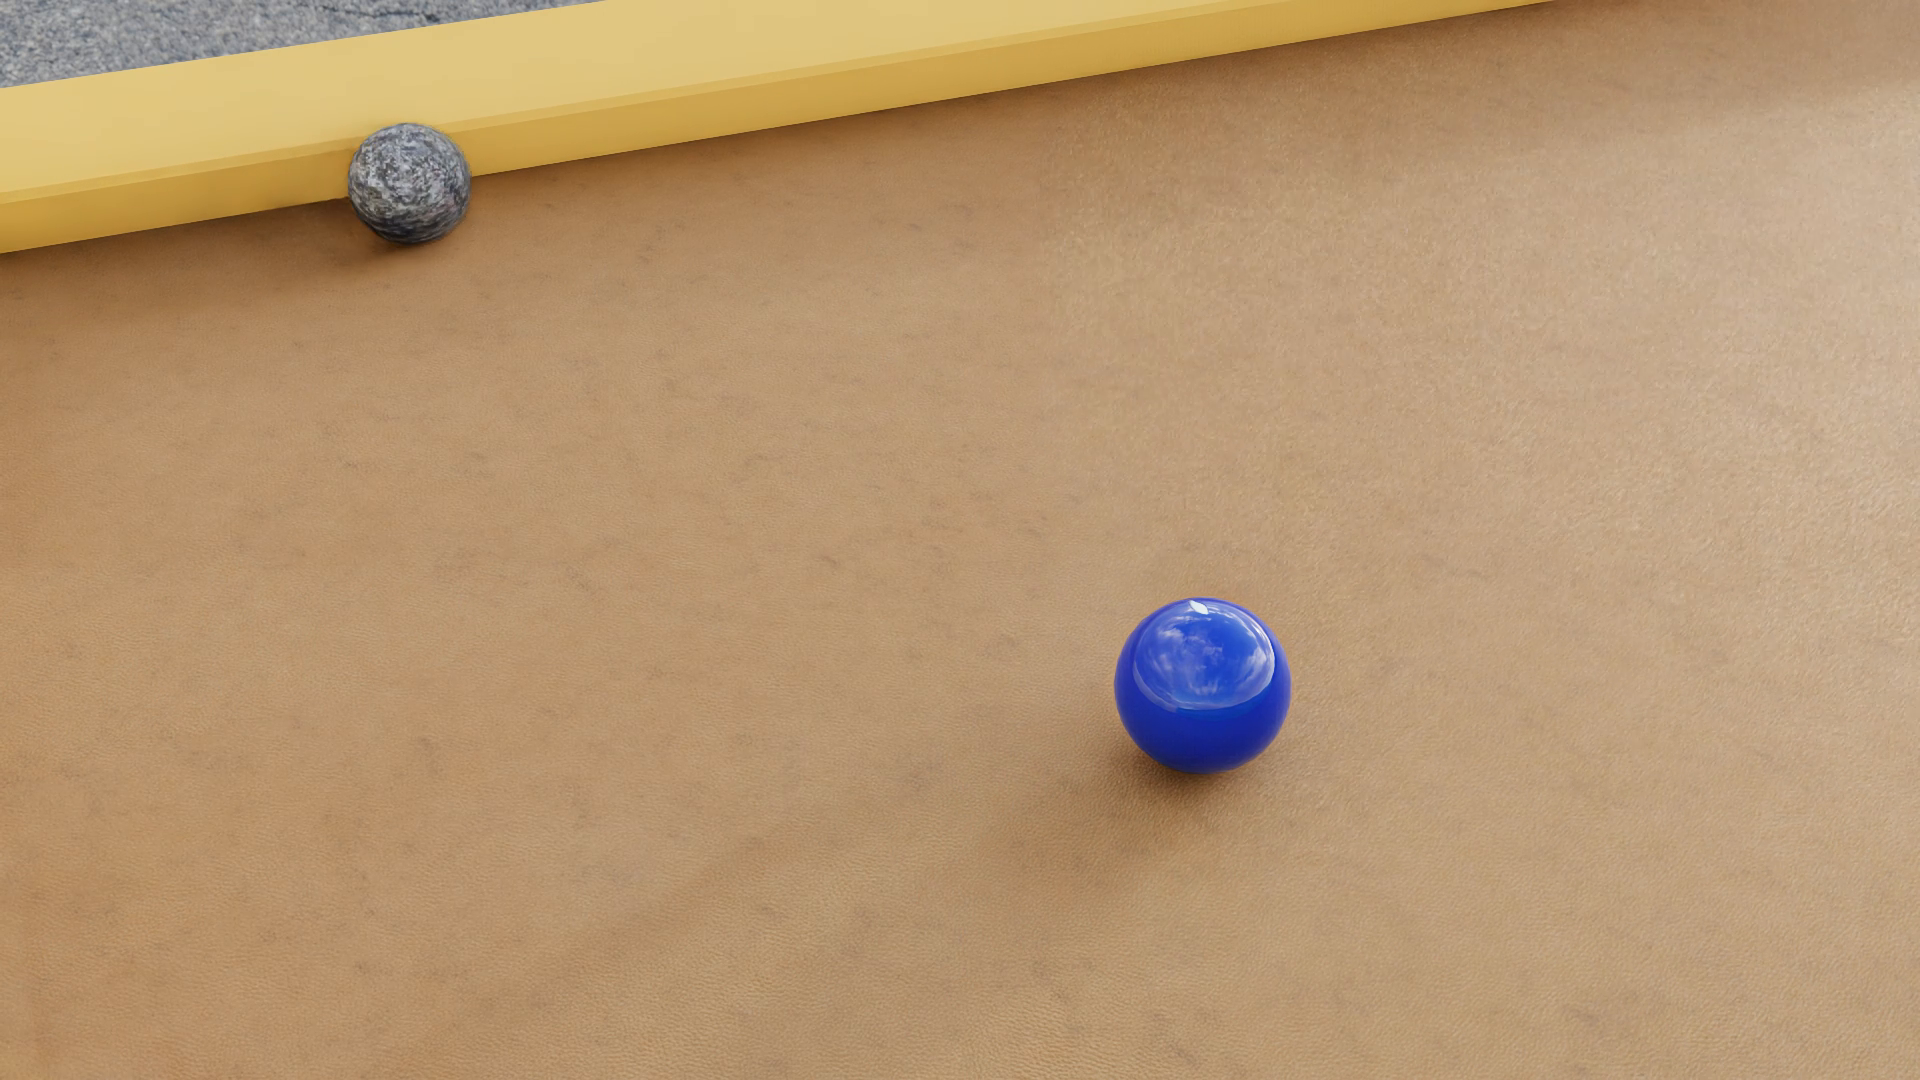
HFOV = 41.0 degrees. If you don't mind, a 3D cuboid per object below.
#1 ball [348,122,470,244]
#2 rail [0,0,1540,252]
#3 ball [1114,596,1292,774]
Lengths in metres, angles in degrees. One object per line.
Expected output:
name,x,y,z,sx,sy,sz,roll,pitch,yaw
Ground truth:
ball,-0.416,-0.269,1.938,0.091,0.091,0.091,0,35,0
rail,0.373,-0.496,2.227,2.569,0.129,0.045,-12,37,-17
ball,0.135,0.081,1.430,0.099,0.099,0.099,0,35,0
